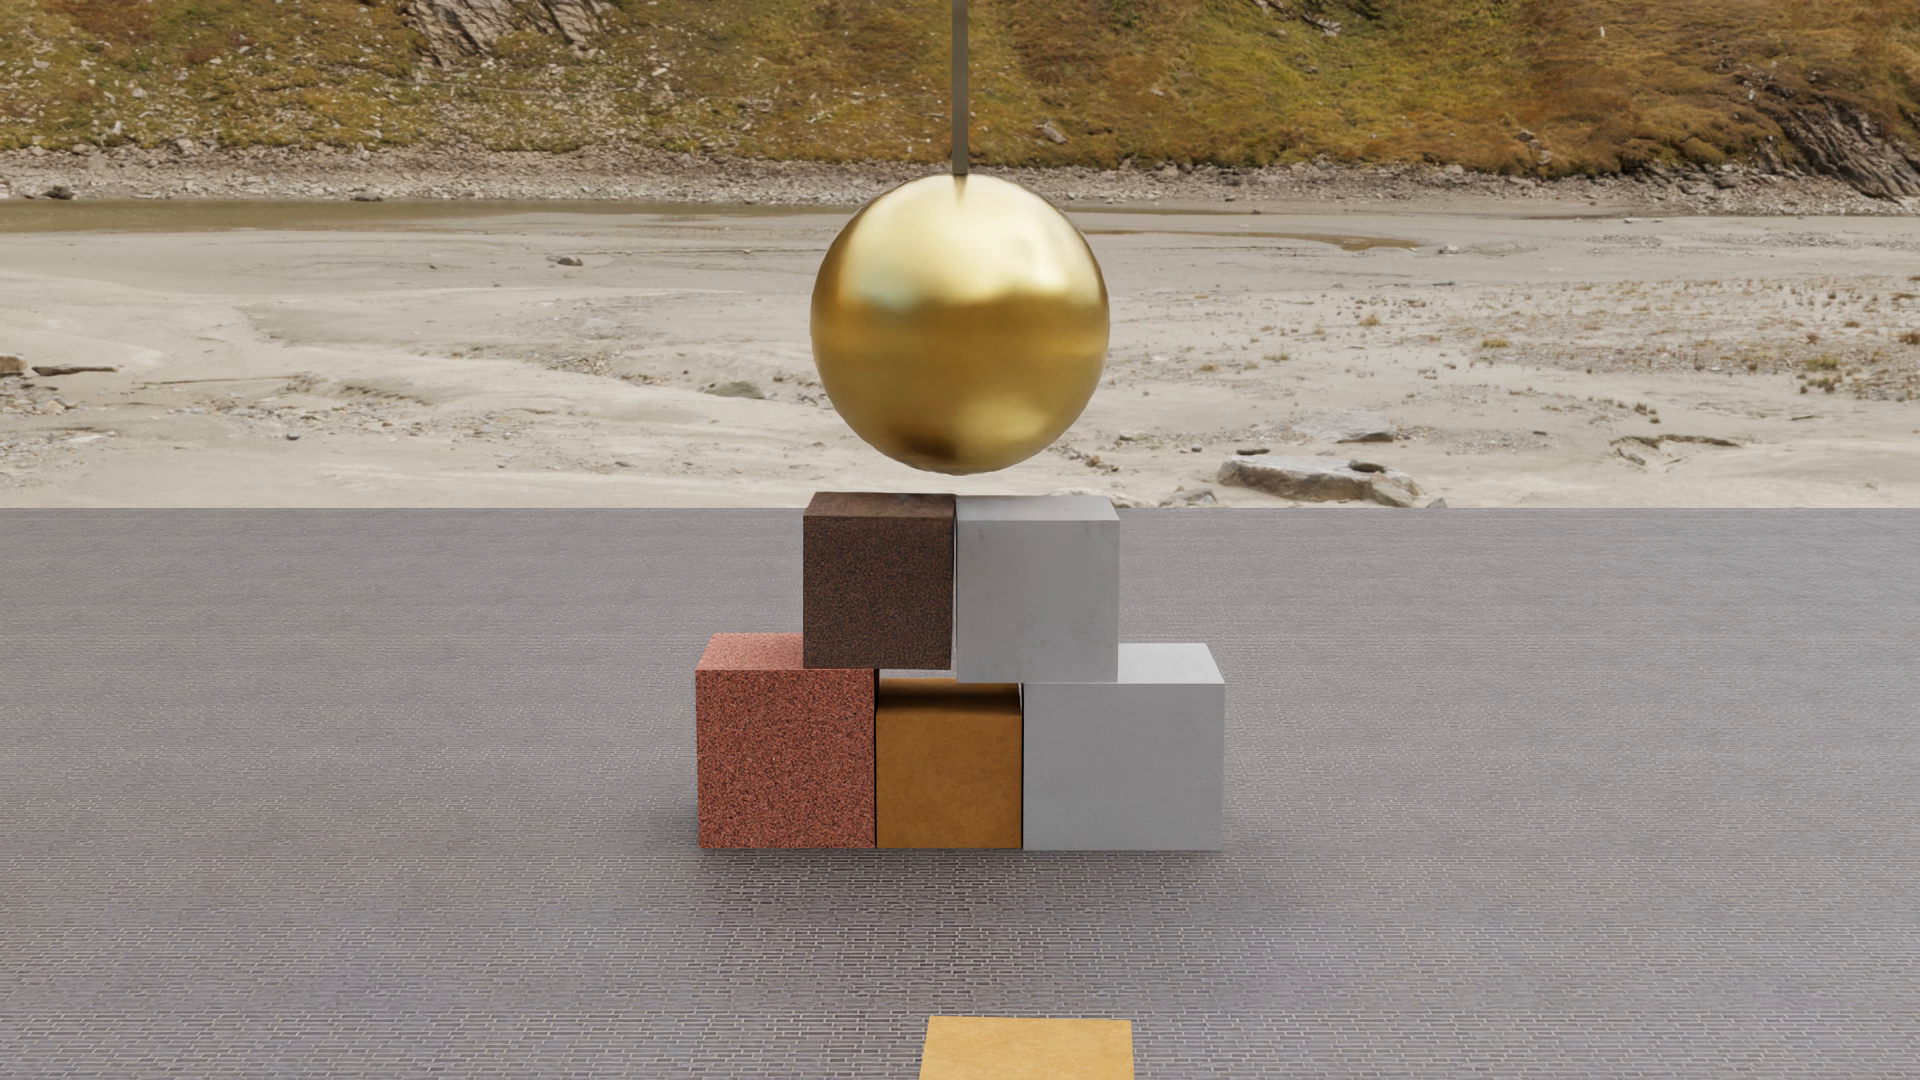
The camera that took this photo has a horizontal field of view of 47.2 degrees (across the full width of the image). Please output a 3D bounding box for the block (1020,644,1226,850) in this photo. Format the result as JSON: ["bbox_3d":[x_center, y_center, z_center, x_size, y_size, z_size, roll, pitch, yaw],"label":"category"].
[{"bbox_3d":[0.814,1.053,11.373,0.993,0.860,0.882,0,10,0],"label":"block"}]

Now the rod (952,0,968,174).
[{"bbox_3d":[0.000,-4.397,10.681,0.080,5.200,0.080,0,17,0],"label":"rod"}]

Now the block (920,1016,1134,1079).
[{"bbox_3d":[0.213,1.956,6.968,0.661,0.659,0.659,1,10,3],"label":"block"}]

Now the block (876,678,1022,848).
[{"bbox_3d":[-0.055,1.141,11.375,0.725,0.684,0.785,0,10,0],"label":"block"}]

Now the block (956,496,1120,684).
[{"bbox_3d":[0.378,0.237,11.178,0.794,0.816,0.766,0,10,-1],"label":"block"}]

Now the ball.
[{"bbox_3d":[0.000,-1.142,11.665,1.600,1.600,1.600,0,10,0],"label":"ball"}]

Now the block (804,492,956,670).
[{"bbox_3d":[-0.401,0.195,11.210,0.734,0.767,0.751,1,10,1],"label":"block"}]

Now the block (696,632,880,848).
[{"bbox_3d":[-0.869,1.022,11.377,0.883,0.920,0.832,0,10,0],"label":"block"}]
